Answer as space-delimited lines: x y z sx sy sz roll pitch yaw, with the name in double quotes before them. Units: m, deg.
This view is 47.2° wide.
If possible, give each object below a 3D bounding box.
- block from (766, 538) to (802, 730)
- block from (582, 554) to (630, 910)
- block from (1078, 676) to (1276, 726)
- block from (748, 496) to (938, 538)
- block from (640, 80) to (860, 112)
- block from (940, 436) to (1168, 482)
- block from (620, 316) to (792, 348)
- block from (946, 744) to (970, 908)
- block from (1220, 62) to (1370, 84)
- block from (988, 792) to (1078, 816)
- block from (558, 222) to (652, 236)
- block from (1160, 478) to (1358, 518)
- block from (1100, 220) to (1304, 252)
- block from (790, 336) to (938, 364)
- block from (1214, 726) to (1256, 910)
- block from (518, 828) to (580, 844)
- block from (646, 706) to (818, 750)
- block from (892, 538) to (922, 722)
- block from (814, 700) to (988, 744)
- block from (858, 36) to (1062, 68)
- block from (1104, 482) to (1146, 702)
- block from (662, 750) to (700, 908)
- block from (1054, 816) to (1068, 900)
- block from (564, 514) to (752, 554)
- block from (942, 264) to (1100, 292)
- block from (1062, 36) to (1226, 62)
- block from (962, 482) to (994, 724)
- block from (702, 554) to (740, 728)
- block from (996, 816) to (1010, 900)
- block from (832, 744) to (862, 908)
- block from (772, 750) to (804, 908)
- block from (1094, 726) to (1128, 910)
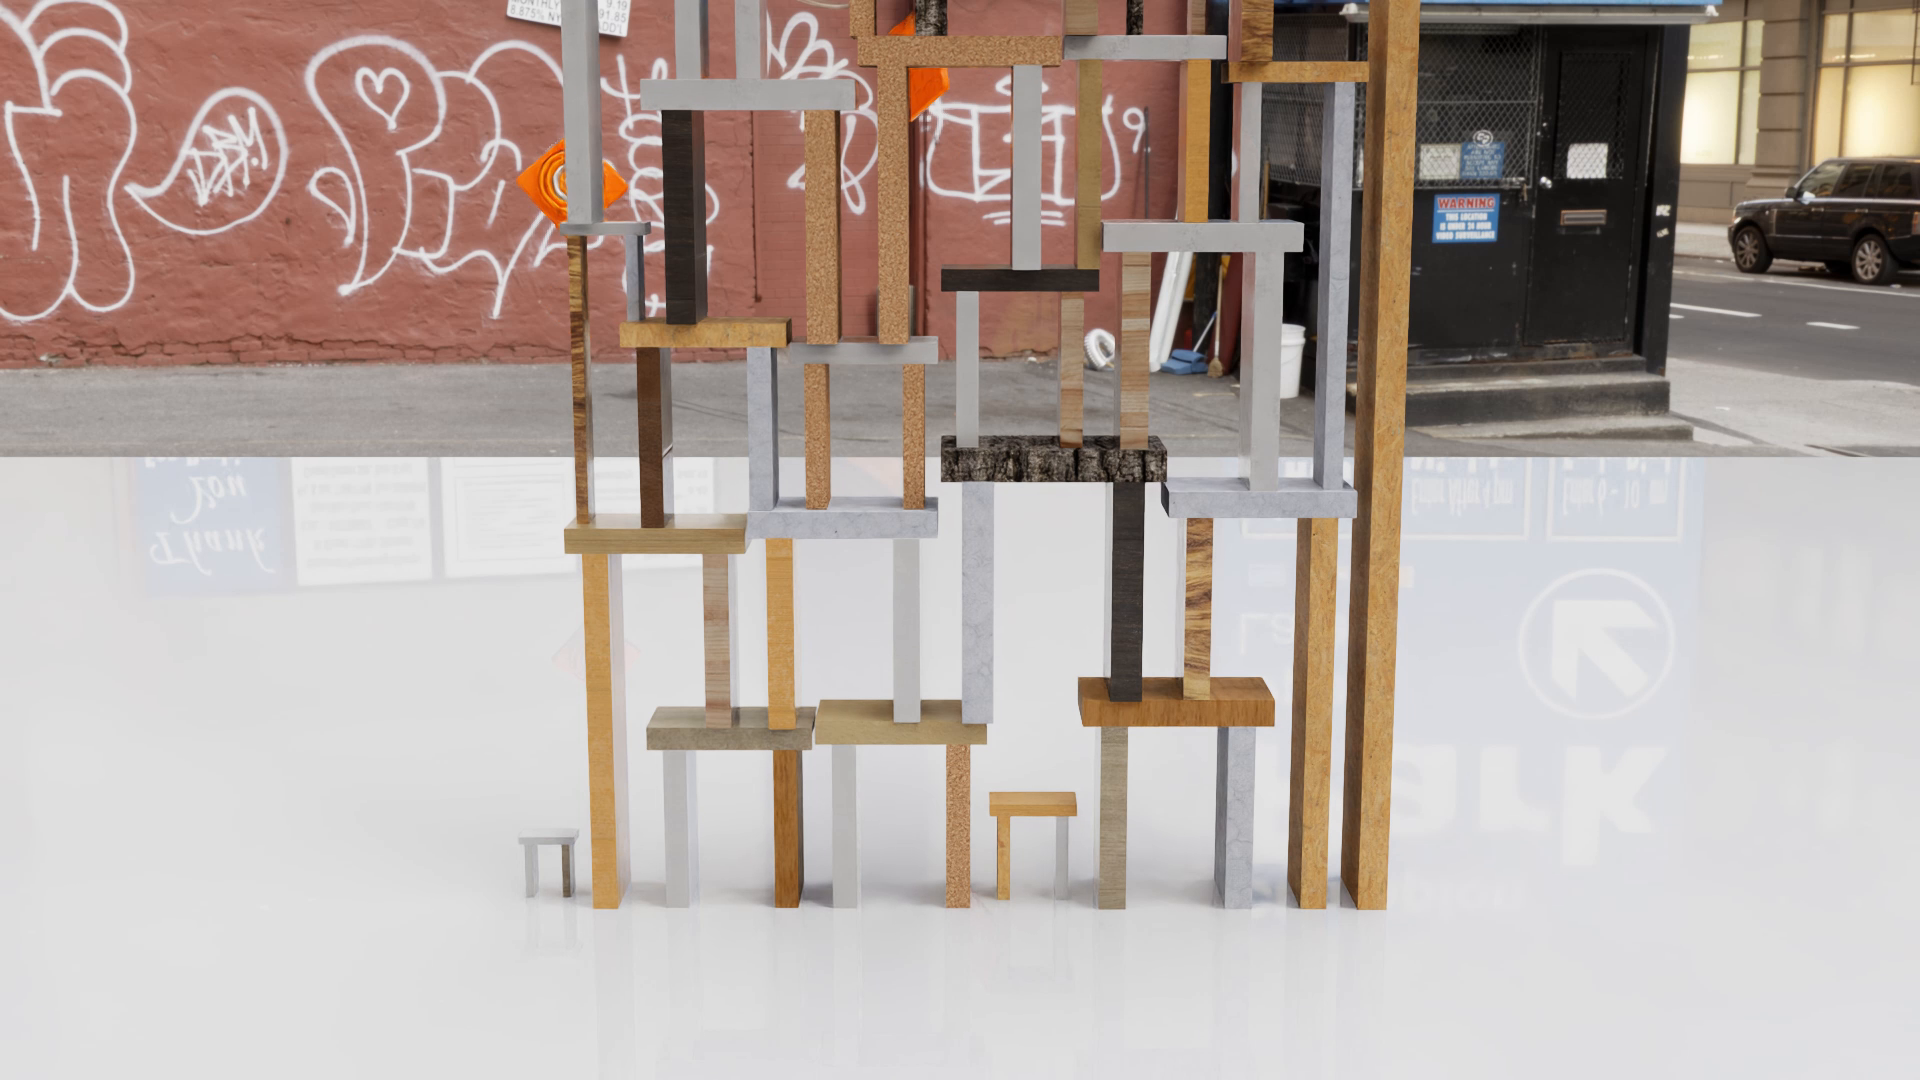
"block" -0.286 0.137 3.580 0.043 0.312 0.150 0 11 0
"block" -0.579 0.300 3.612 0.041 0.591 0.143 0 11 0
"block" 0.352 0.265 3.610 0.309 0.044 0.154 0 11 0
"block" -0.186 -0.037 3.548 0.301 0.043 0.150 0 11 0
"block" -0.324 -0.694 3.431 0.327 0.046 0.163 0 11 0
"block" 0.147 -0.131 3.539 0.356 0.050 0.178 0 11 0
"block" -0.401 -0.331 3.496 0.259 0.037 0.130 0 11 0
"block" -0.003 0.454 3.642 0.039 0.277 0.139 0 11 0
"block" 0.519 -0.727 3.420 0.214 0.030 0.107 0 11 0
"block" 0.120 0.438 3.645 0.144 0.020 0.072 0 11 0
"block" -0.560 -0.492 3.472 0.135 0.019 0.068 0 11 0
"block" 0.479 -0.069 3.546 0.297 0.042 0.148 0 11 0
"block" 0.376 -0.481 3.473 0.309 0.044 0.154 0 11 0
"block" -0.151 -0.303 3.504 0.232 0.033 0.116 0 11 0
"block" 0.455 0.438 3.642 0.044 0.309 0.154 0 11 0
"block" -0.683 0.493 3.655 0.092 0.013 0.046 0 11 0
"block" -0.372 0.309 3.615 0.267 0.038 0.134 0 11 0
"block" -0.085 0.132 3.579 0.043 0.301 0.150 0 11 0
"block" -0.095 0.298 3.613 0.277 0.039 0.139 0 11 0
"block" -0.001 -0.758 3.416 0.310 0.044 0.155 0 11 0
"block" 0.266 0.068 3.576 0.050 0.355 0.178 0 11 0
"block" -0.462 0.459 3.642 0.038 0.267 0.134 0 11 0
"block" 0.168 0.518 3.660 0.020 0.144 0.072 0 11 0
"block" -0.484 -0.011 3.555 0.286 0.041 0.143 0 11 0
"block" 0.094 -0.416 3.485 0.247 0.035 0.123 0 11 0
"block" 0.283 -0.764 3.420 0.248 0.035 0.124 0 11 0
"block" 0.029 0.086 3.578 0.050 0.391 0.178 0 11 0
"block" -0.389 0.150 3.585 0.041 0.286 0.143 0 11 0
"block" 0.072 0.518 3.660 0.020 0.144 0.072 0 11 0
"block" -0.188 0.454 3.642 0.039 0.277 0.139 0 11 0
"block" -0.283 0.459 3.642 0.038 0.267 0.134 0 11 0
"block" 0.249 0.438 3.642 0.044 0.309 0.154 0 11 0
